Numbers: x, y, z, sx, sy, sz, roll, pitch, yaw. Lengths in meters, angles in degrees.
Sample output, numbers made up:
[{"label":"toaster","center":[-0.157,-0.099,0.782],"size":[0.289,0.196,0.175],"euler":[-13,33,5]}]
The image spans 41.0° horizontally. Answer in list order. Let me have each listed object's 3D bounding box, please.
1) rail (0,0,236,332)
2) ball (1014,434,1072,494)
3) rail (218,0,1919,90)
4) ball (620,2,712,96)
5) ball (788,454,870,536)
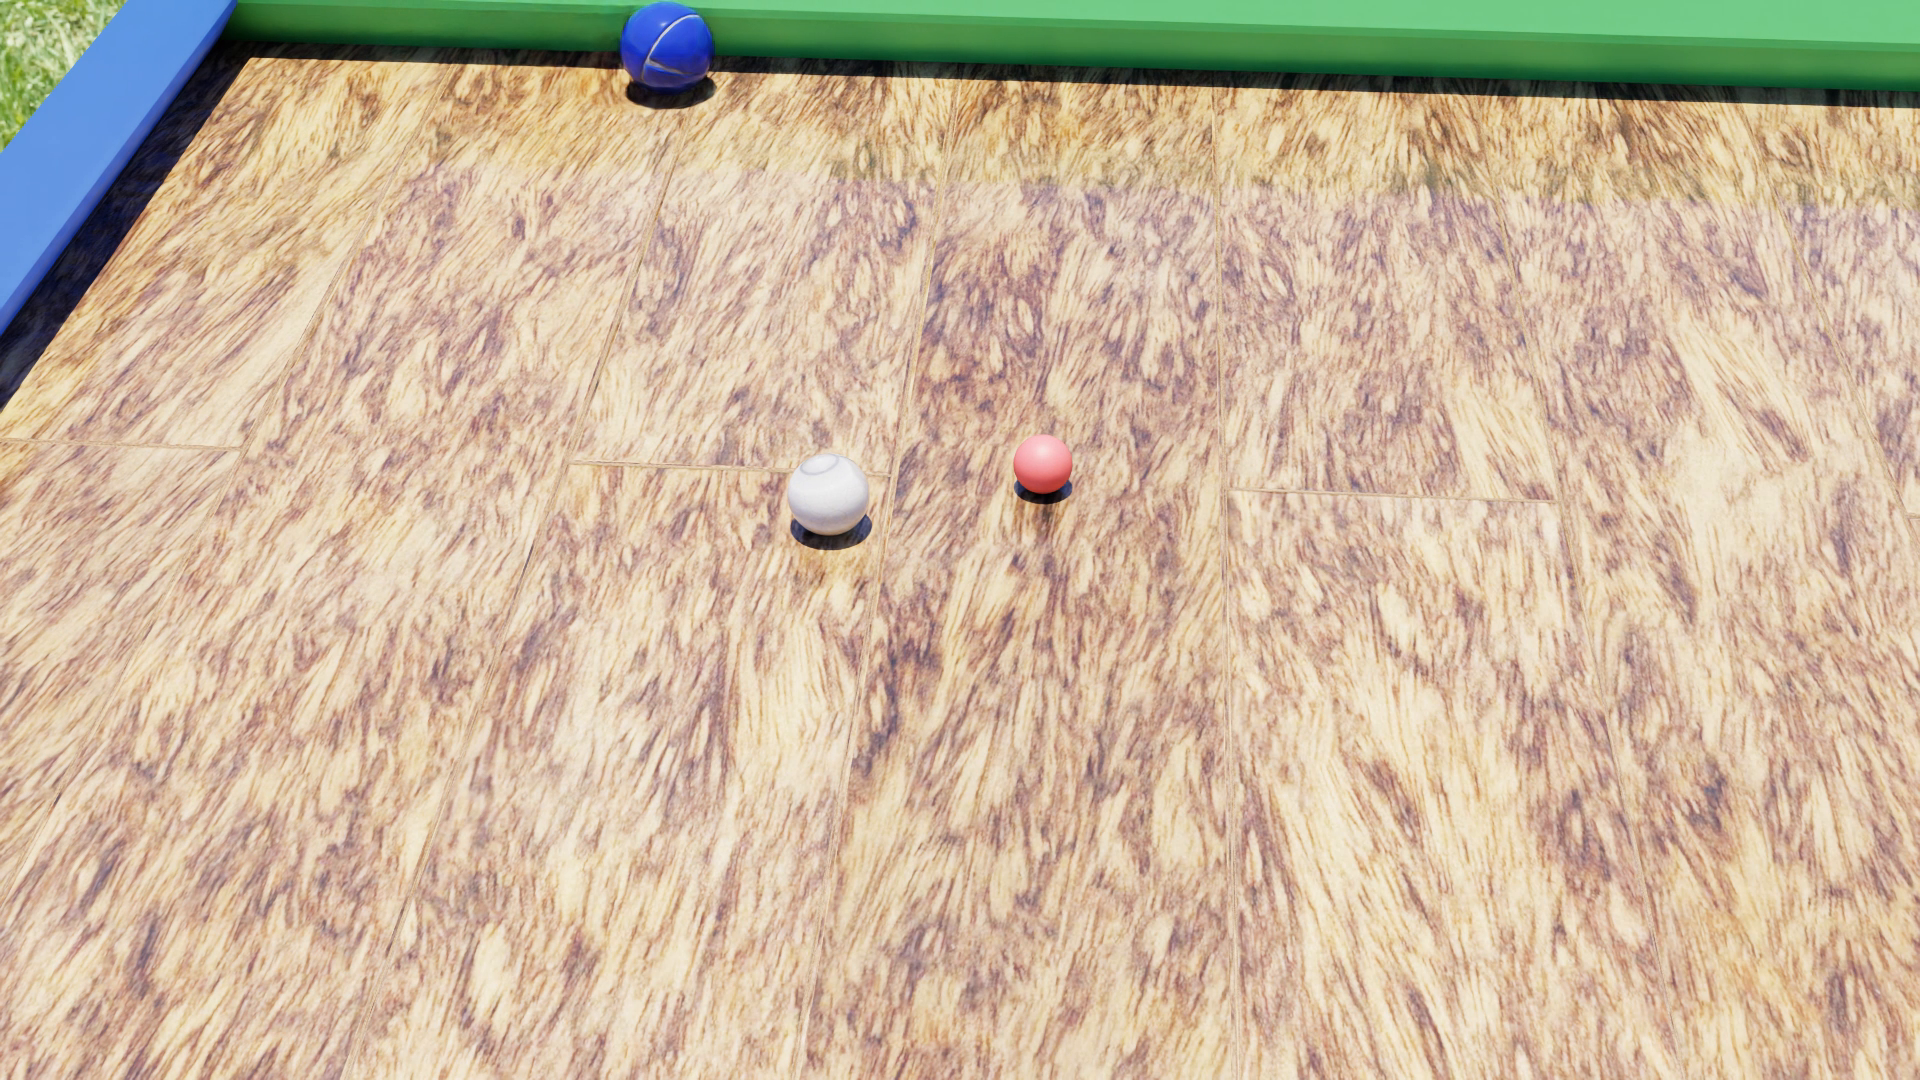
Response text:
[{"label":"rail","center":[-0.788,-0.056,1.839],"size":[0.045,0.127,1.739],"euler":[2,35,3]},{"label":"ball","center":[0.062,-0.057,1.912],"size":[0.044,0.044,0.044],"euler":[0,35,0]},{"label":"rail","center":[0.871,-0.477,2.435],"size":[3.253,0.127,0.045],"euler":[2,35,3]},{"label":"ball","center":[-0.282,-0.472,2.461],"size":[0.089,0.089,0.089],"euler":[0,35,0]},{"label":"ball","center":[-0.095,-0.033,1.866],"size":[0.060,0.060,0.060],"euler":[0,35,0]}]
